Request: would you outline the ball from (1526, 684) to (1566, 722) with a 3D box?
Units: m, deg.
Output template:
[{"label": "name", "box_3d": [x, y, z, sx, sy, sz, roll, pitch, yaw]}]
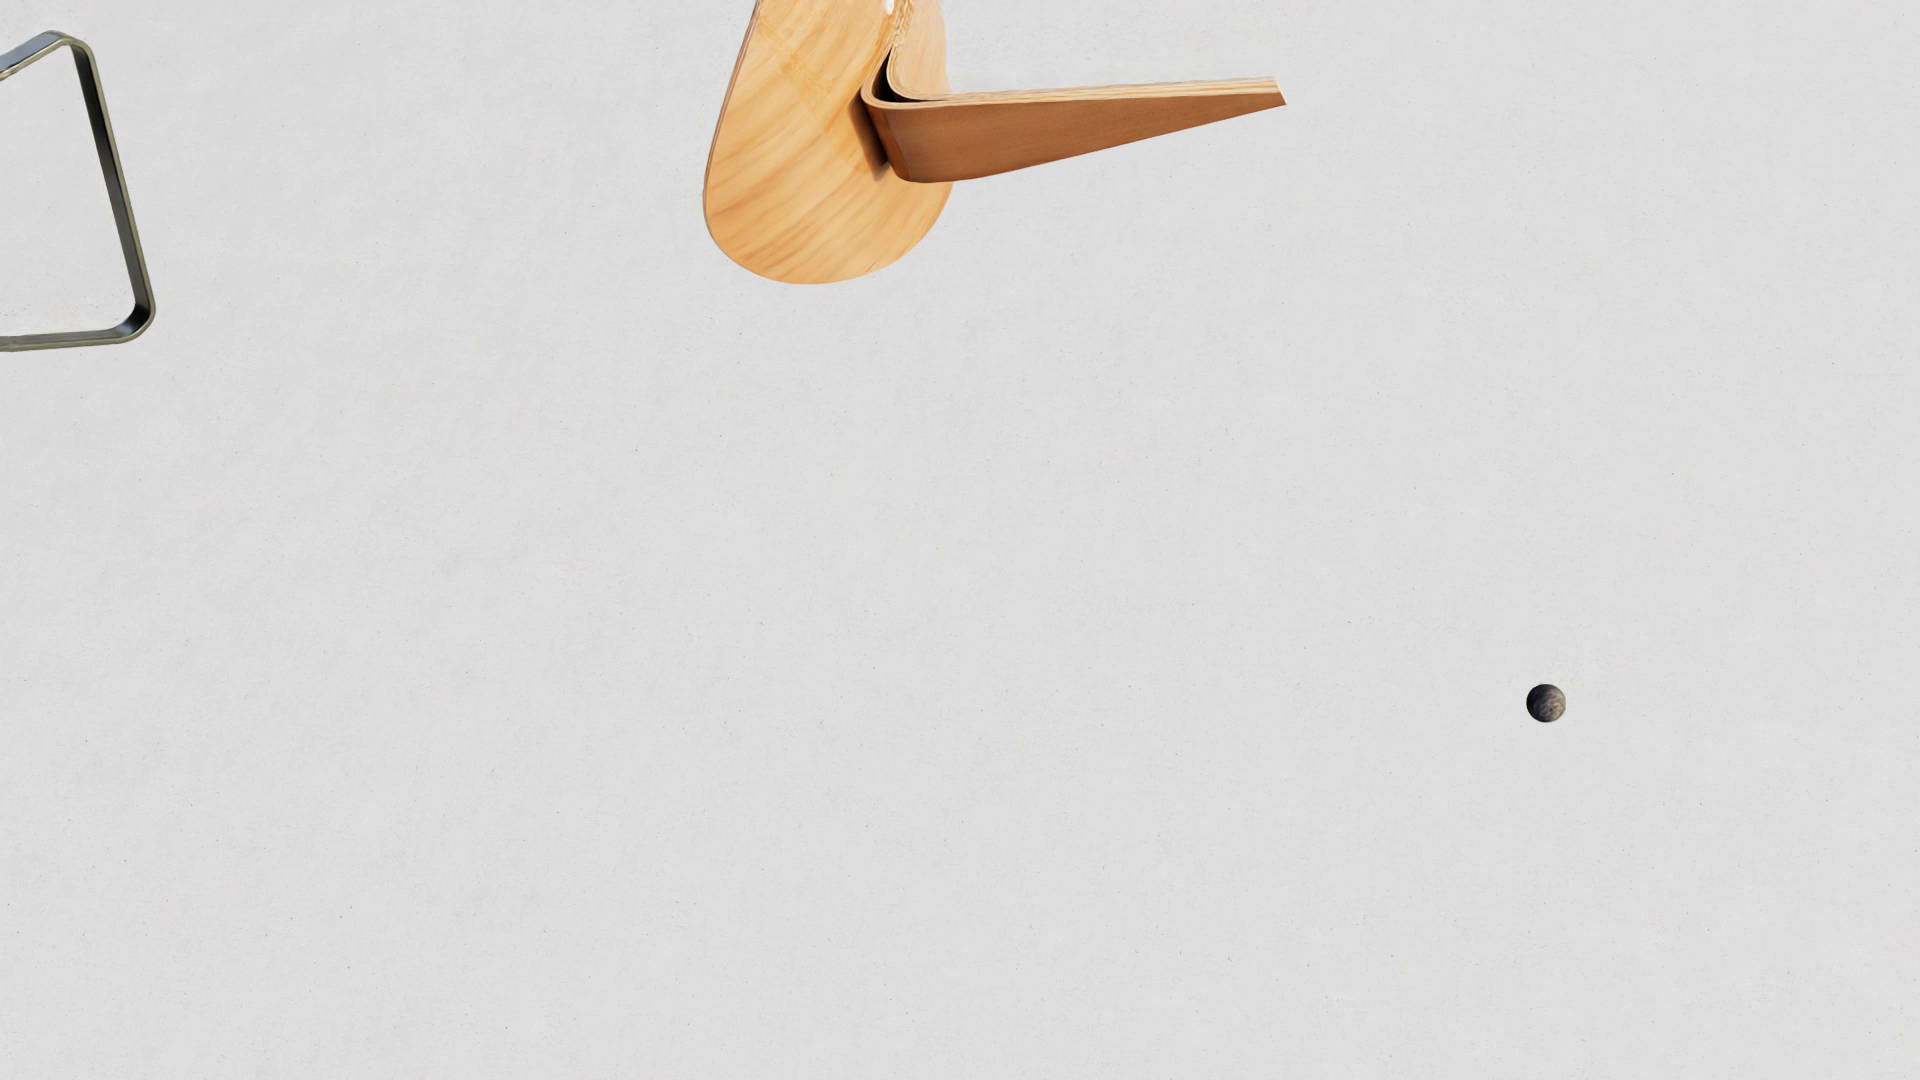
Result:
[{"label": "ball", "box_3d": [0.849, 0.236, 3.186, 0.057, 0.057, 0.057, 0, 56, 0]}]
